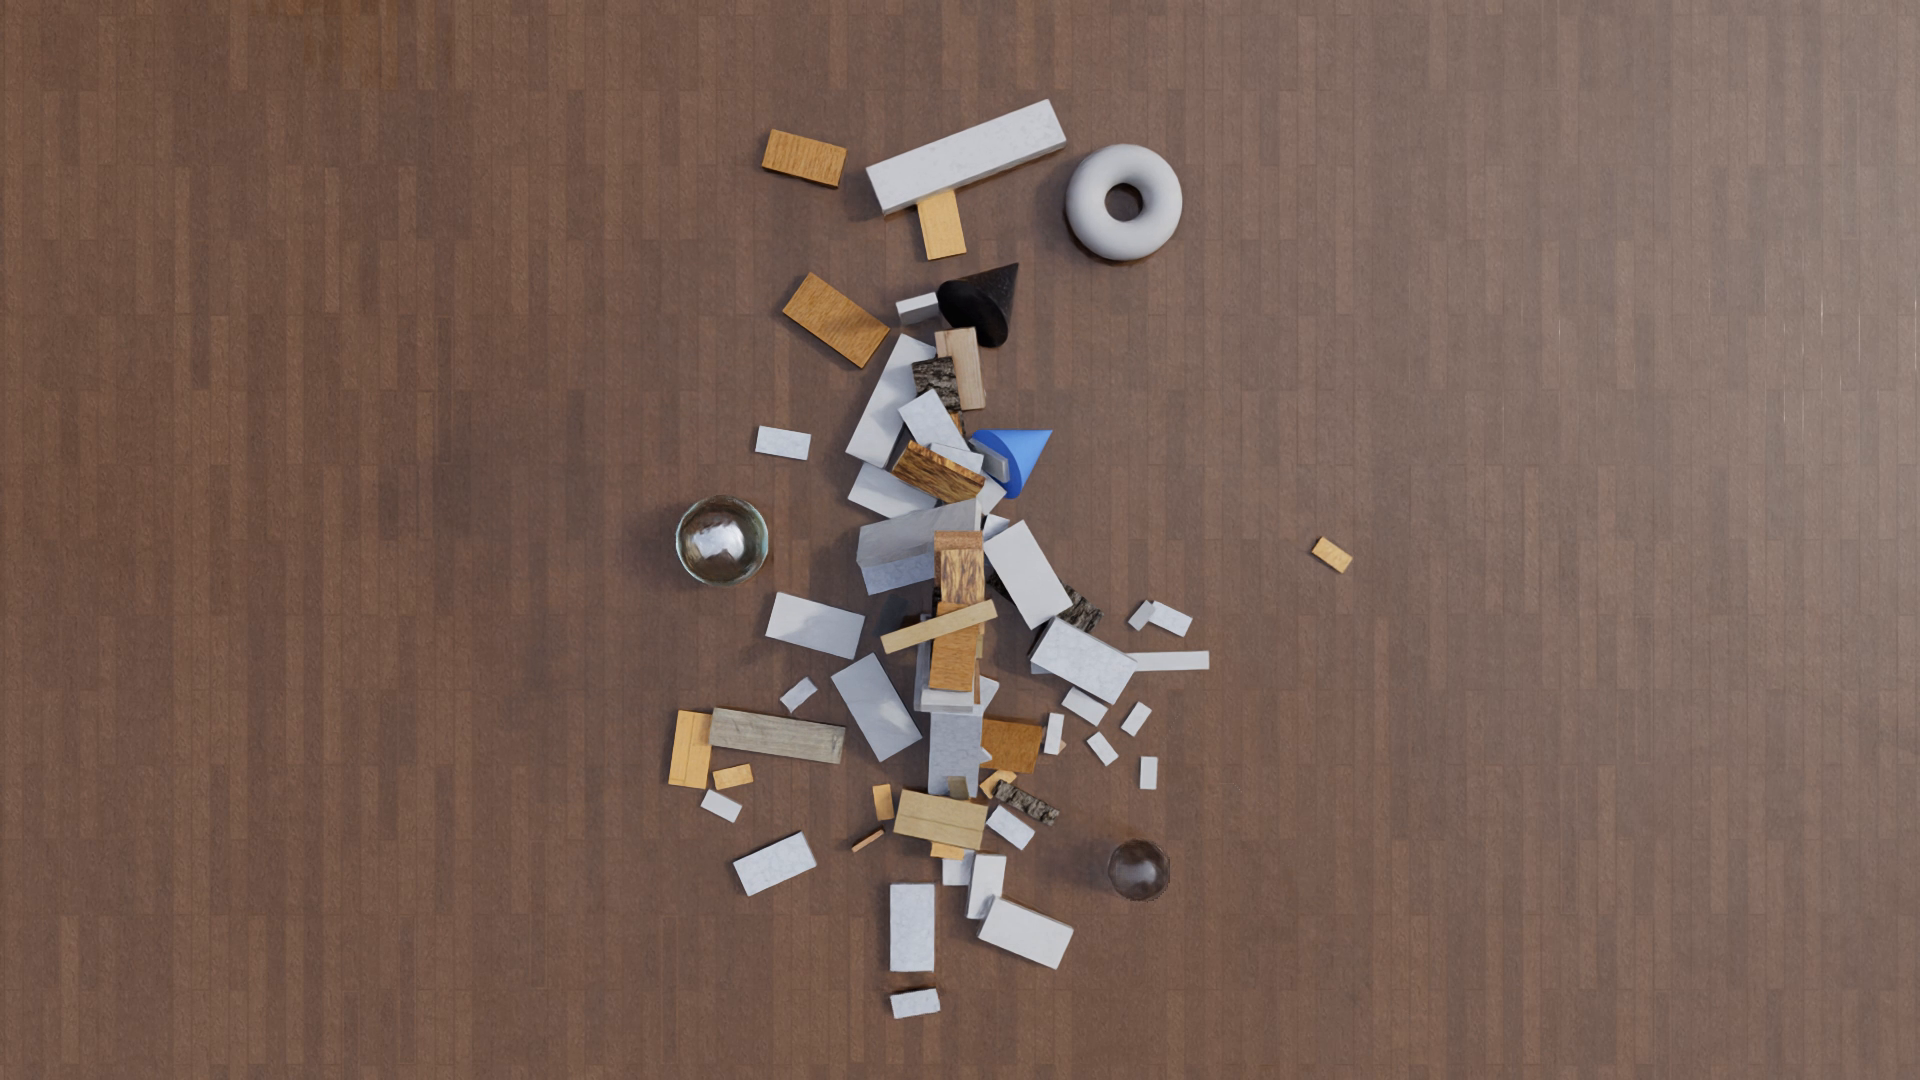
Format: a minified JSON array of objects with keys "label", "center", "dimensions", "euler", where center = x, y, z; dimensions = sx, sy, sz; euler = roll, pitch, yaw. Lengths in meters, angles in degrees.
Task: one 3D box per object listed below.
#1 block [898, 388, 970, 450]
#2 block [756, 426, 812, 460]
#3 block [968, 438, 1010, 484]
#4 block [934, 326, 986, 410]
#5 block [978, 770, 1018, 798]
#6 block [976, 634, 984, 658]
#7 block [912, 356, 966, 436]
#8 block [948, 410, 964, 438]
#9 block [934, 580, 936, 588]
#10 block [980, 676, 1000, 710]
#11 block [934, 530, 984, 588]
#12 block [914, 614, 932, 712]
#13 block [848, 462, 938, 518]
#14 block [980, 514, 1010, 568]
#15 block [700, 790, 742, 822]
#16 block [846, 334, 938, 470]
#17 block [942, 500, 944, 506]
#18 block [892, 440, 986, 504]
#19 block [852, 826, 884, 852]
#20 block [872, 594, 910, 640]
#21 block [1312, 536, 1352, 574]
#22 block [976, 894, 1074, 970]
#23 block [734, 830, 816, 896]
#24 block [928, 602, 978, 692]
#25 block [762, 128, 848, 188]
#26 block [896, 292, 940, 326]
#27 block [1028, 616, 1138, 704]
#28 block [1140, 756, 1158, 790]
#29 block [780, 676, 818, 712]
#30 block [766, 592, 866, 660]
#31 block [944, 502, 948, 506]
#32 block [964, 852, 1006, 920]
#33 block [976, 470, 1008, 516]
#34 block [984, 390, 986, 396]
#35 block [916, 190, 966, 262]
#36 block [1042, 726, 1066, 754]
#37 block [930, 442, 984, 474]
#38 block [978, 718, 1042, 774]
[{"label":"block","center":[-0.076,-0.344,5.369],"dimensions":[0.134,0.038,0.267],"euler":[-30,90,7]},{"label":"block","center":[-0.587,-0.322,5.488],"dimensions":[0.173,0.024,0.086],"euler":[10,90,0]},{"label":"block","center":[0.094,-0.260,5.385],"dimensions":[0.024,0.086,0.173],"euler":[-32,46,-27]},{"label":"block","center":[0.002,-0.564,5.436],"dimensions":[0.134,0.038,0.267],"euler":[-5,106,8]},{"label":"block","center":[0.127,0.803,5.492],"dimensions":[0.117,0.017,0.059],"euler":[-39,90,0]},{"label":"block","center":[0.001,0.252,5.396],"dimensions":[0.152,0.043,0.304],"euler":[1,125,0]},{"label":"block","center":[-0.069,-0.463,5.418],"dimensions":[0.134,0.038,0.267],"euler":[-10,114,2]},{"label":"block","center":[-0.036,-0.314,5.444],"dimensions":[0.105,0.030,0.211],"euler":[-14,114,0]},{"label":"block","center":[-0.006,0.119,5.367],"dimensions":[0.152,0.304,0.043],"euler":[1,52,0]},{"label":"block","center":[0.043,0.531,5.434],"dimensions":[0.095,0.027,0.191],"euler":[23,118,-14]},{"label":"block","center":[-0.003,0.113,5.252],"dimensions":[0.152,0.043,0.304],"euler":[0,120,1]},{"label":"block","center":[-0.056,0.393,5.277],"dimensions":[0.162,0.046,0.323],"euler":[3,60,2]},{"label":"block","center":[-0.219,-0.142,5.470],"dimensions":[0.274,0.039,0.137],"euler":[24,88,4]},{"label":"block","center":[0.101,0.001,5.472],"dimensions":[0.084,0.024,0.167],"euler":[16,90,-25]},{"label":"block","center":[-0.794,0.885,5.491],"dimensions":[0.124,0.018,0.062],"euler":[27,90,0]},{"label":"block","center":[-0.222,-0.457,5.456],"dimensions":[0.137,0.039,0.437],"euler":[24,86,9]},{"label":"block","center":[-0.013,-0.160,5.460],"dimensions":[0.105,0.030,0.211],"euler":[-13,104,0]},{"label":"block","center":[-0.070,-0.206,5.319],"dimensions":[0.274,0.039,0.137],"euler":[26,135,-10]},{"label":"block","center":[-0.304,0.992,5.471],"dimensions":[0.118,0.059,0.017],"euler":[-33,90,0]},{"label":"block","center":[-0.229,0.261,5.489],"dimensions":[0.076,0.022,0.152],"euler":[24,90,0]},{"label":"block","center":[1.238,0.050,5.491],"dimensions":[0.124,0.018,0.062],"euler":[35,90,0]},{"label":"block","center":[0.216,1.298,5.458],"dimensions":[0.288,0.041,0.144],"euler":[24,90,-9]},{"label":"block","center":[-0.614,1.075,5.483],"dimensions":[0.247,0.035,0.123],"euler":[-24,90,0]},{"label":"block","center":[-0.016,0.330,5.109],"dimensions":[0.133,0.038,0.266],"euler":[6,88,0]},{"label":"block","center":[-0.515,-1.267,5.482],"dimensions":[0.258,0.037,0.129],"euler":[15,90,0]},{"label":"block","center":[-0.136,-0.750,5.370],"dimensions":[0.129,0.258,0.037],"euler":[-16,88,0]},{"label":"block","center":[0.407,0.396,5.431],"dimensions":[0.325,0.046,0.162],"euler":[29,98,-13]},{"label":"block","center":[0.628,0.775,5.492],"dimensions":[0.053,0.015,0.106],"euler":[3,90,0]},{"label":"block","center":[-0.536,0.513,5.492],"dimensions":[0.115,0.016,0.058],"euler":[-40,90,0]},{"label":"block","center":[-0.478,0.284,5.479],"dimensions":[0.301,0.043,0.151],"euler":[15,90,0]},{"label":"block","center":[-0.001,-0.065,5.456],"dimensions":[0.084,0.024,0.167],"euler":[-10,104,-1]},{"label":"block","center":[0.085,1.148,5.464],"dimensions":[0.107,0.030,0.213],"euler":[7,93,-17]},{"label":"block","center":[0.042,-0.189,5.404],"dimensions":[0.211,0.030,0.105],"euler":[42,97,0]},{"label":"block","center":[0.040,-0.532,5.476],"dimensions":[0.062,0.018,0.124],"euler":[-16,104,0]},{"label":"block","center":[-0.068,-1.067,5.482],"dimensions":[0.129,0.037,0.258],"euler":[-12,90,0]},{"label":"block","center":[0.303,0.667,5.493],"dimensions":[0.095,0.014,0.048],"euler":[40,90,0]},{"label":"block","center":[-0.015,-0.254,5.336],"dimensions":[0.173,0.024,0.086],"euler":[14,97,3]},{"label":"block","center":[0.093,0.671,5.422],"dimensions":[0.327,0.046,0.163],"euler":[8,120,-6]}]
